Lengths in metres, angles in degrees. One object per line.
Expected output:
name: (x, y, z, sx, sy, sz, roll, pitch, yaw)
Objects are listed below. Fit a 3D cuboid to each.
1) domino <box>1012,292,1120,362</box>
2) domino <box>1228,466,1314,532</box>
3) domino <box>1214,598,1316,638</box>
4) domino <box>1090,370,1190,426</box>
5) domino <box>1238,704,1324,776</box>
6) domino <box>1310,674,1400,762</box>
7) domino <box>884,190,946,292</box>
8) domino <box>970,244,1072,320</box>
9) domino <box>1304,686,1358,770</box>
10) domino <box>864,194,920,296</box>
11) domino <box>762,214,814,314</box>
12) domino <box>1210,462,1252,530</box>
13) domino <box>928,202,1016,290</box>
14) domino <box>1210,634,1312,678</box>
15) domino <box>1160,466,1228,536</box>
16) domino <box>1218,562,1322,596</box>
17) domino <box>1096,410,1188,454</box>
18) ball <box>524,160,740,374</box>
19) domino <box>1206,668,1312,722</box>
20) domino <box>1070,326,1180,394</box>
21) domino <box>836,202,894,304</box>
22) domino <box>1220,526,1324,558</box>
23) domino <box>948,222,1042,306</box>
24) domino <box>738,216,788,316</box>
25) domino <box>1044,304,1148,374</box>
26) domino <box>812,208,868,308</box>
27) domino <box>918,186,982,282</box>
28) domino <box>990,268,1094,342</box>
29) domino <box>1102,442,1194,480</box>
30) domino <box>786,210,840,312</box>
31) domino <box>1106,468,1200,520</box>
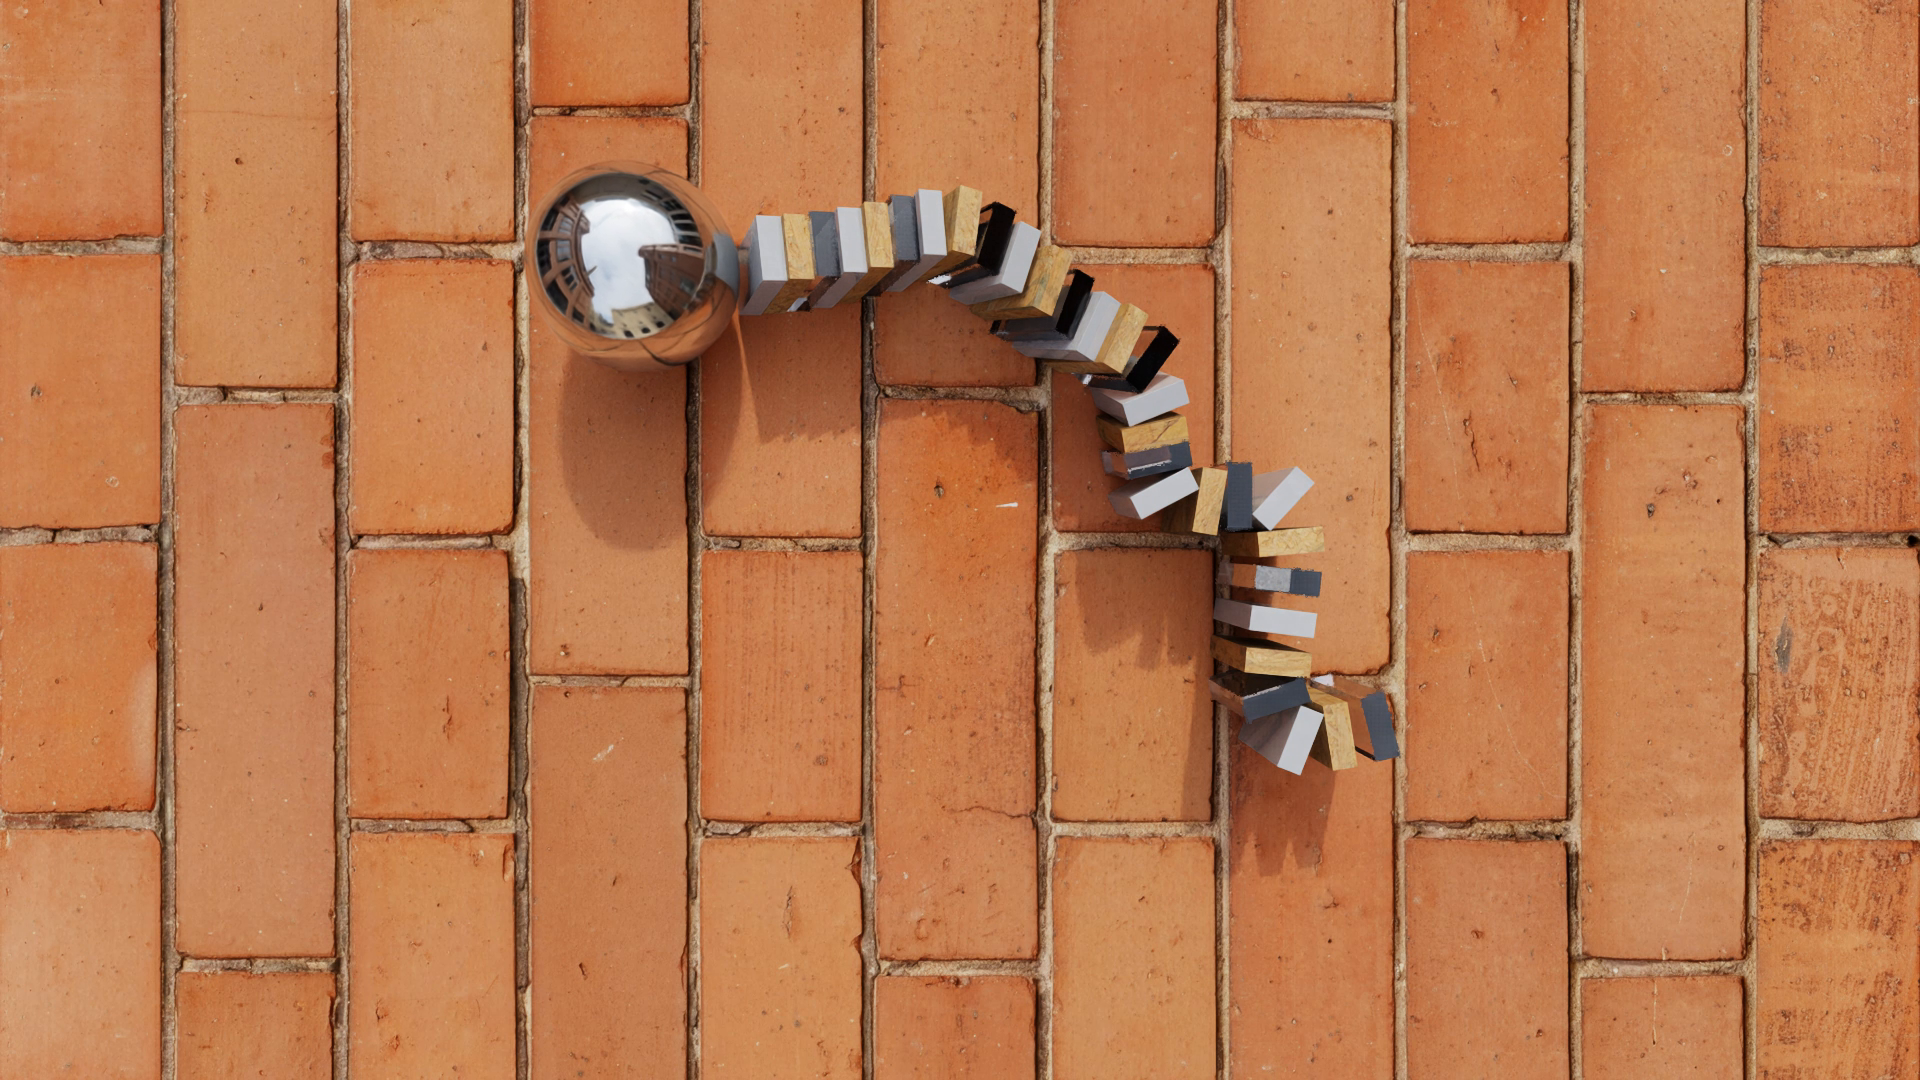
domino: (0.042, -0.088, 0.376, 0.010, 0.050, 0.025, 25, 90, -30)
domino: (0.124, -0.016, 0.375, 0.010, 0.050, 0.025, 43, 90, 0)
domino: (0.123, 0.031, 0.375, 0.025, 0.050, 0.009, 7, 90, 0)
domino: (0.072, -0.060, 0.375, 0.025, 0.050, 0.010, -22, 108, 0)
domino: (0.130, 0.077, 0.375, 0.009, 0.050, 0.025, 21, 90, 0)
domino: (0.161, 0.072, 0.375, 0.010, 0.050, 0.025, -14, 90, 0)
domino: (-0.021, -0.121, 0.375, 0.010, 0.050, 0.025, -5, 90, -24)
domino: (0.024, -0.105, 0.376, 0.010, 0.050, 0.025, 19, 90, -30)
domino: (0.145, 0.075, 0.375, 0.009, 0.050, 0.025, -9, 90, 0)
domino: (-0.031, -0.119, 0.375, 0.009, 0.050, 0.025, -5, 90, -24)
domino: (-0.072, -0.112, 0.375, 0.009, 0.050, 0.025, -6, 90, -24)
domino: (0.107, -0.017, 0.375, 0.009, 0.050, 0.025, 0, 90, 0)
domino: (0.004, -0.120, 0.375, 0.010, 0.050, 0.025, 17, 90, -25)
domino: (0.122, 0.047, 0.375, 0.025, 0.050, 0.009, 5, 90, 0)
domino: (0.095, -0.015, 0.375, 0.010, 0.050, 0.025, 10, 90, -2)
domino: (0.125, 0.016, 0.375, 0.025, 0.050, 0.009, 6, 90, 0)
domino: (0.073, -0.046, 0.375, 0.025, 0.050, 0.009, -12, 104, 0)
ball: (-0.127, -0.106, 0.360, 0.080, 0.080, 0.080, 0, 90, 0)
domino: (0.121, 0.061, 0.375, 0.025, 0.050, 0.010, -18, 90, 0)
domino: (0.066, -0.075, 0.375, 0.009, 0.050, 0.025, 36, 89, -22)
domino: (-0.041, -0.116, 0.375, 0.009, 0.050, 0.025, -6, 90, -24)
domino: (0.127, 0.001, 0.375, 0.025, 0.050, 0.010, -5, 90, 0)
domino: (0.013, -0.112, 0.375, 0.010, 0.050, 0.025, 18, 90, -26)
domino: (-0.082, -0.111, 0.375, 0.009, 0.050, 0.025, -6, 90, -24)
domino: (0.054, -0.082, 0.375, 0.010, 0.050, 0.025, 25, 90, -25)
domino: (-0.051, -0.114, 0.375, 0.010, 0.050, 0.025, -6, 90, -24)
domino: (-0.008, -0.124, 0.375, 0.009, 0.050, 0.025, 7, 90, -25)
domino: (0.033, -0.096, 0.376, 0.009, 0.050, 0.025, 20, 90, -30)
domino: (0.075, -0.034, 0.375, 0.025, 0.050, 0.009, -12, 98, 0)
domino: (-0.062, -0.113, 0.375, 0.010, 0.050, 0.025, -6, 90, -24)
domino: (0.078, -0.020, 0.375, 0.025, 0.050, 0.010, -28, 94, 1)
